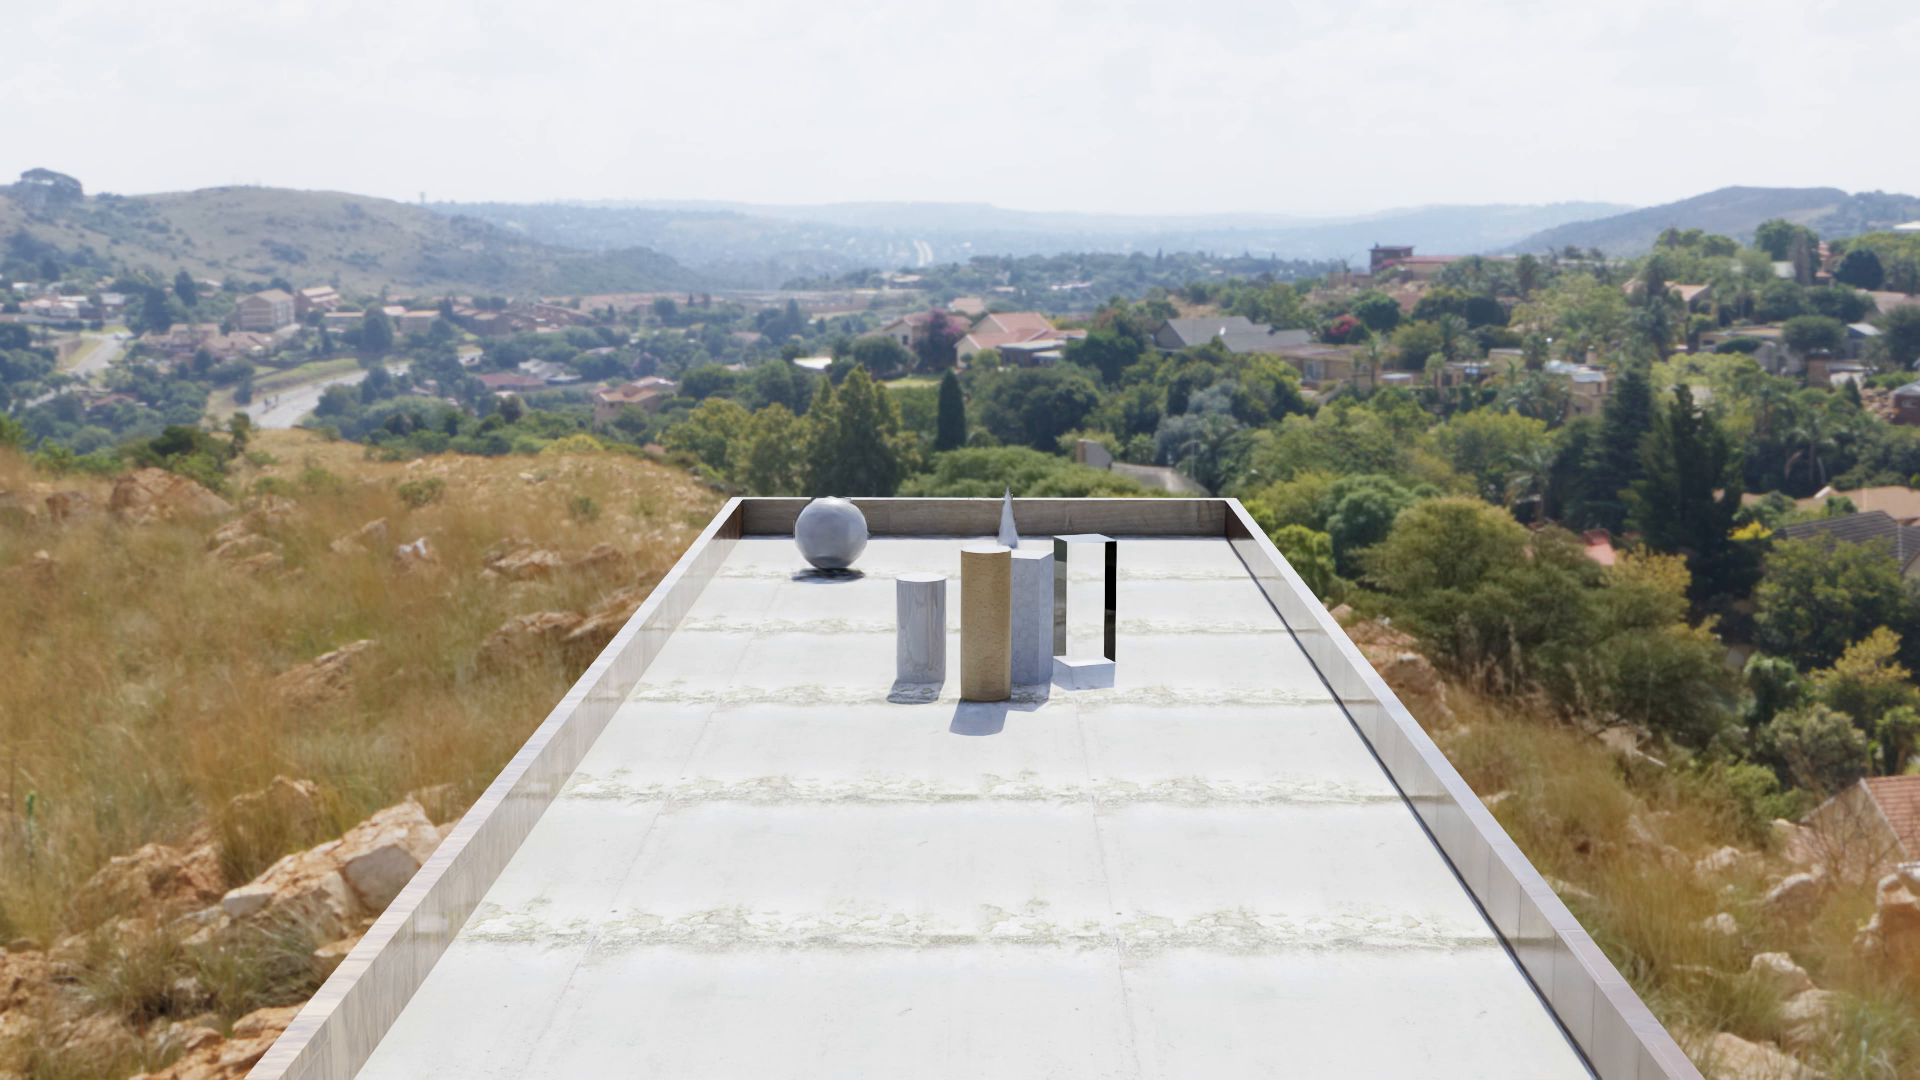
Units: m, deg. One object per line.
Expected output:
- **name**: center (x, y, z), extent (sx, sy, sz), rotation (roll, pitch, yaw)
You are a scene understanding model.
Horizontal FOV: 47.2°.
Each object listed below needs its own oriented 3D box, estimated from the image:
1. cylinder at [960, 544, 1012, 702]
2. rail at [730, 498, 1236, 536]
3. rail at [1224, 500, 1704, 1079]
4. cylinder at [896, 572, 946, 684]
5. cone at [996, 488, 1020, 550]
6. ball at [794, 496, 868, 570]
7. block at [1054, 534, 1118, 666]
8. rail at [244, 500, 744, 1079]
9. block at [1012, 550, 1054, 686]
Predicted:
- **cylinder**: center (0.073, 0.234, 6.179), extent (0.144, 0.424, 0.144), rotation (0, 9, 0)
- **rail**: center (0.099, -0.098, 9.147), extent (2.100, 0.150, 0.050), rotation (0, 9, 1)
- **rail**: center (1.046, 0.843, 3.208), extent (0.050, 0.150, 12.000), rotation (0, 9, 1)
- **cylinder**: center (-0.113, 0.257, 6.431), extent (0.147, 0.300, 0.147), rotation (0, 9, 0)
- **cone**: center (0.172, -0.017, 7.928), extent (0.132, 0.372, 0.132), rotation (0, 9, 0)
- **ball**: center (-0.484, -0.023, 8.268), extent (0.278, 0.278, 0.278), rotation (0, 9, 0)
- **block**: center (0.378, 0.180, 6.675), extent (0.146, 0.375, 0.146), rotation (-3, 10, -19)
- **rail**: center (-1.004, 0.839, 3.234), extent (0.050, 0.150, 12.000), rotation (0, 9, 1)
- **block**: center (0.185, 0.224, 6.415), extent (0.140, 0.370, 0.140), rotation (3, 10, 19)
